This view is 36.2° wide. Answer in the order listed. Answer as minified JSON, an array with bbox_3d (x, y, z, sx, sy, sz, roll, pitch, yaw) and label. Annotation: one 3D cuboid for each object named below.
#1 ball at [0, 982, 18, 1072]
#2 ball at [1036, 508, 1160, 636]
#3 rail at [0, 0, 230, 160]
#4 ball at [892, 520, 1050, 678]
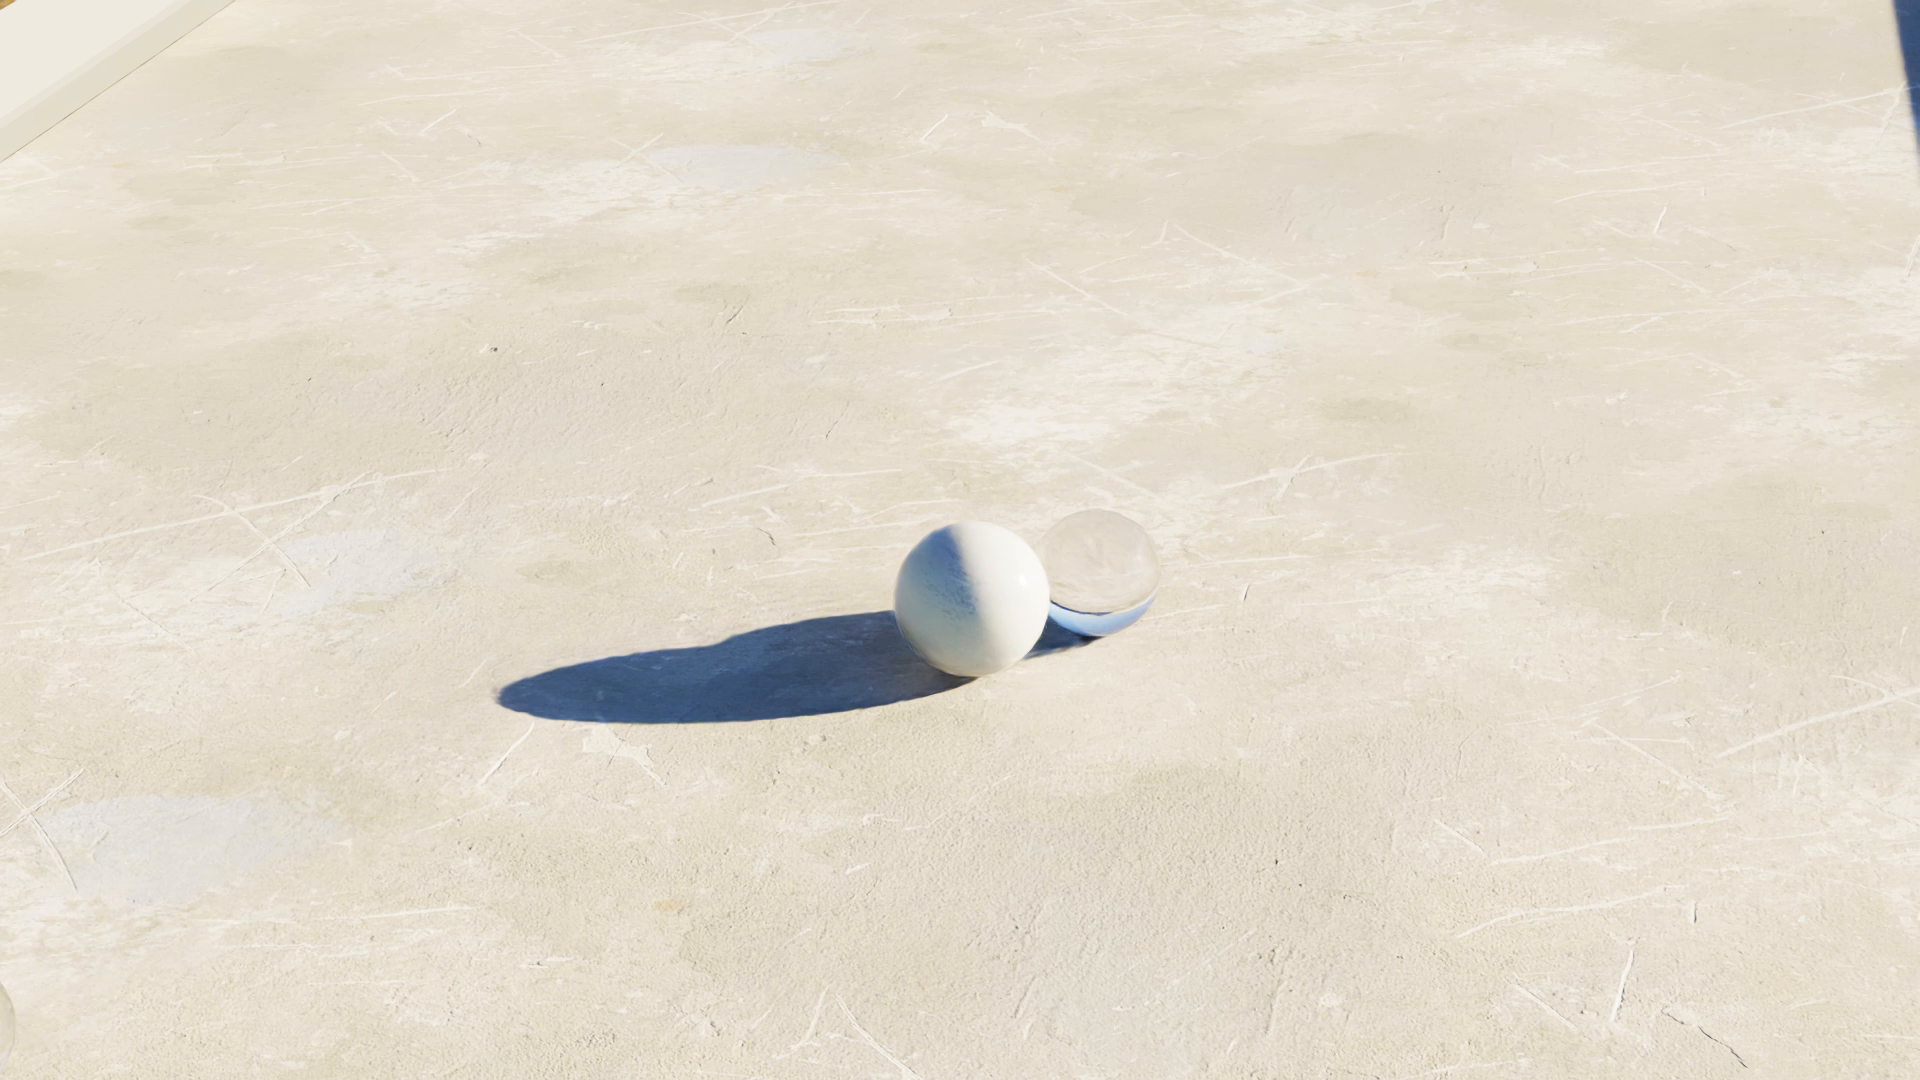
[{"bbox_3d":[-0.457,0.220,1.321,0.064,0.064,0.064,0,28,0],"label":"ball"},{"bbox_3d":[0.078,0.019,1.688,0.074,0.074,0.074,0,28,0],"label":"ball"},{"bbox_3d":[-0.678,-0.510,2.635,0.045,0.114,3.496,6,29,11],"label":"rail"},{"bbox_3d":[0.006,0.033,1.647,0.088,0.088,0.088,0,28,0],"label":"ball"}]
